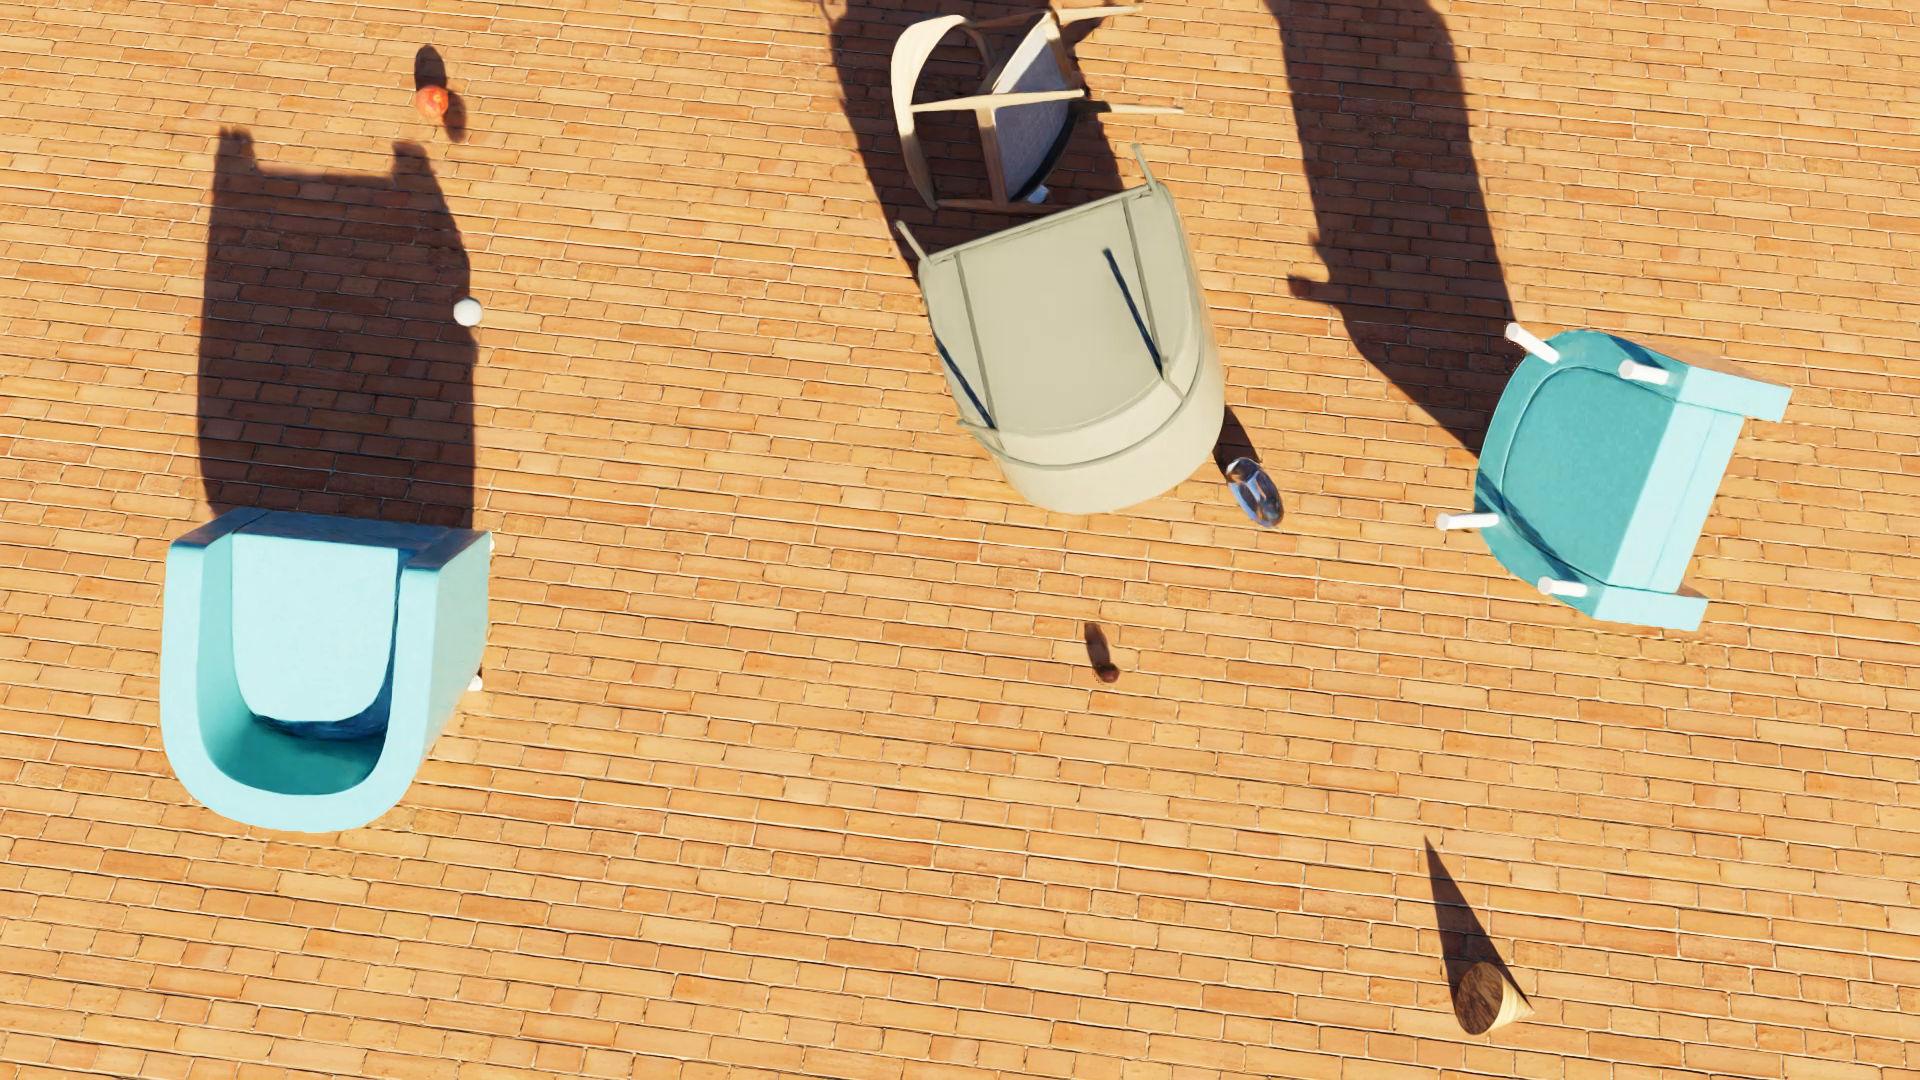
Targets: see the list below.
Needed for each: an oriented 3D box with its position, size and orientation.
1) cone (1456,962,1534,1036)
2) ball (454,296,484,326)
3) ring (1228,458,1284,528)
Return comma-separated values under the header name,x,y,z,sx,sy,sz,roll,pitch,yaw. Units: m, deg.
name,x,y,z,sx,sy,sz,roll,pitch,yaw
cone,1.422,1.209,5.711,0.184,0.192,0.186,17,26,-22
ball,-1.461,-0.679,6.532,0.087,0.087,0.087,0,56,0
ring,0.885,-0.142,6.585,0.085,0.123,0.240,-27,79,-31
